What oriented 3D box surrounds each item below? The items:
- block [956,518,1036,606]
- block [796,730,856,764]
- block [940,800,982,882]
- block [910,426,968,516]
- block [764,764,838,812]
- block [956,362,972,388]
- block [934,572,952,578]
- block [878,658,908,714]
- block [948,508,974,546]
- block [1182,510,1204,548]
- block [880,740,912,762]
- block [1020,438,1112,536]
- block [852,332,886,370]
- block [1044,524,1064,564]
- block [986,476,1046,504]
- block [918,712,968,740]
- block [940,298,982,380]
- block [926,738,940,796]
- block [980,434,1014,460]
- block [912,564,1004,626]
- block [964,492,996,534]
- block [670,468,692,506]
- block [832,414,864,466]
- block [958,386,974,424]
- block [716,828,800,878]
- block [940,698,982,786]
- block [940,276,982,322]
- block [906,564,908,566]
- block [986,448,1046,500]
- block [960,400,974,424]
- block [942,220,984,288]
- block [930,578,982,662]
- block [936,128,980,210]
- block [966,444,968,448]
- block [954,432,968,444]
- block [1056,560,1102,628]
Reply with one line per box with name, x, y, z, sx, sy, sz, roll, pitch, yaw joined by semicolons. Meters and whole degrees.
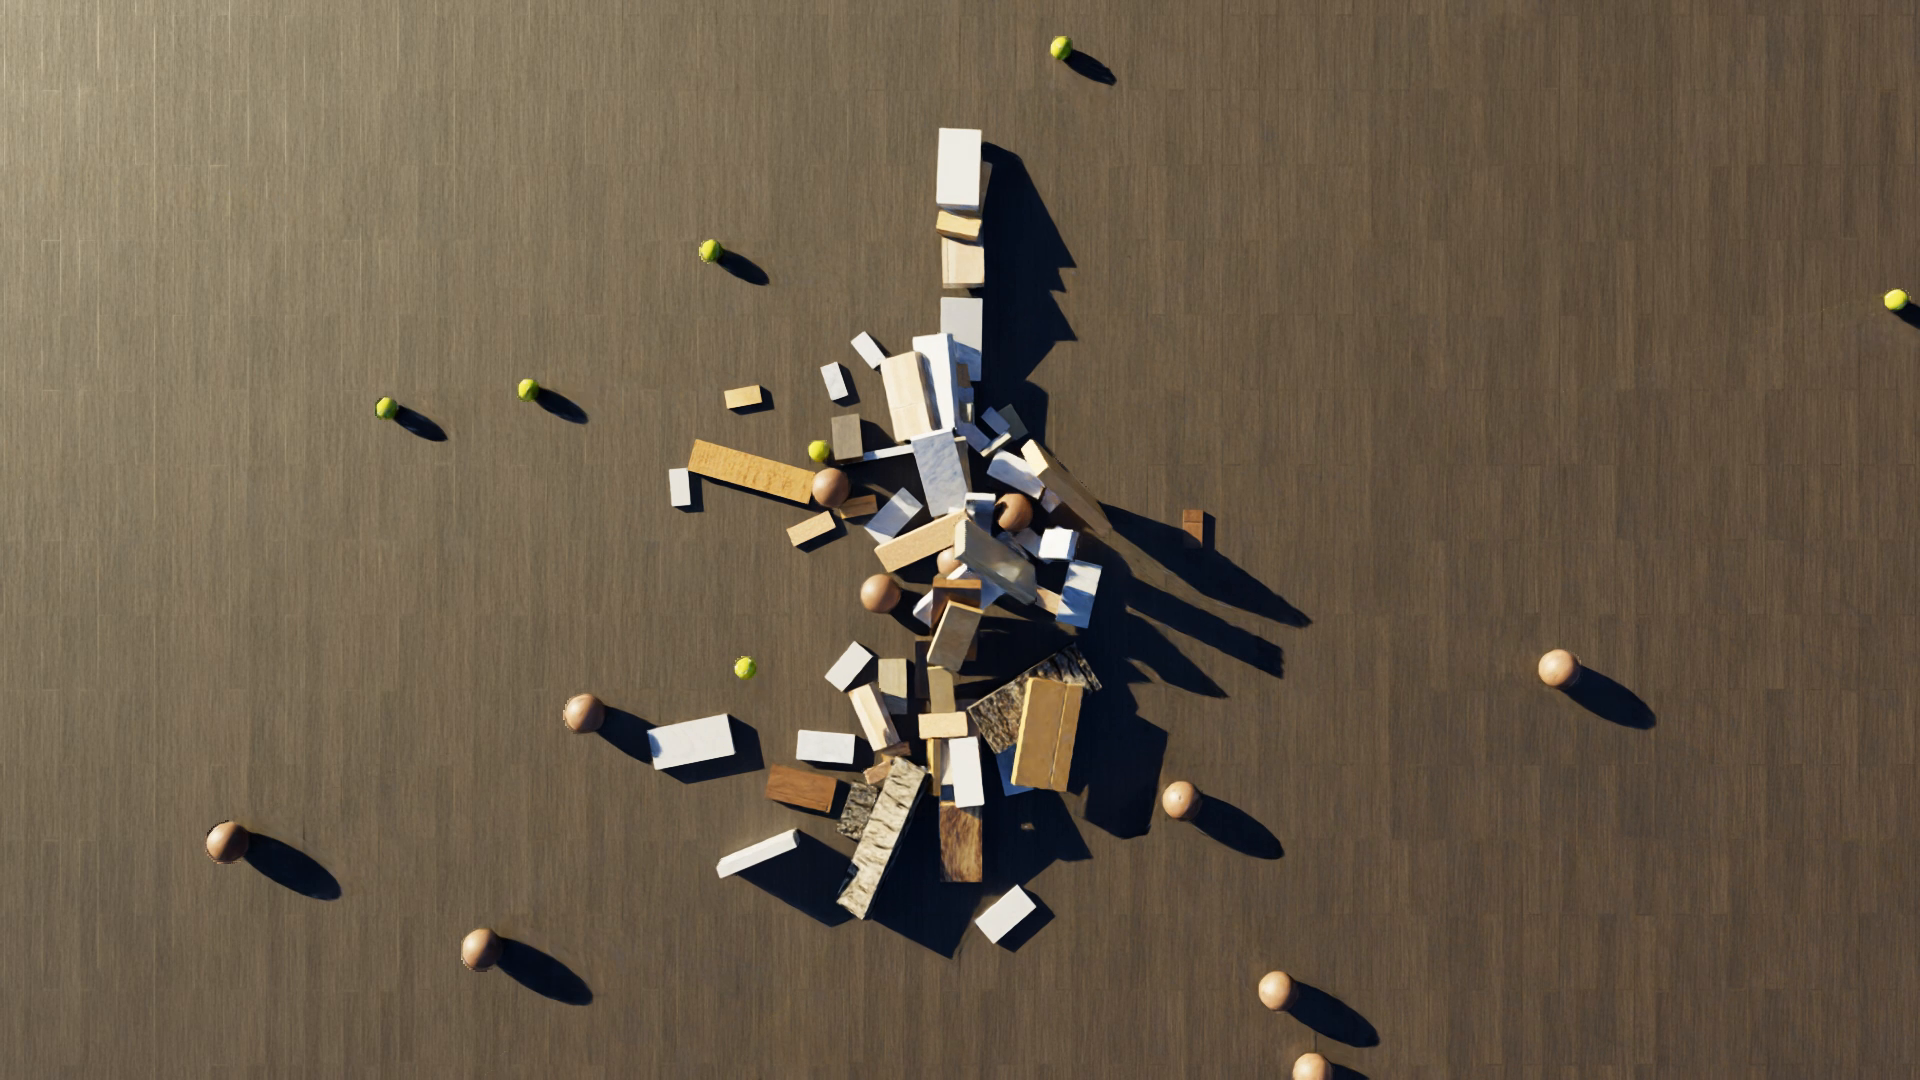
block;0.115;0.071;5.295;0.309;0.154;0.044;34;124;-27
block;-0.446;0.688;5.487;0.187;0.027;0.094;5;90;0
block;0.003;0.995;5.443;0.138;0.039;0.276;0;106;0
block;-0.061;-0.221;5.377;0.137;0.039;0.274;-14;112;3
block;-0.528;0.824;5.484;0.222;0.031;0.111;13;90;0
block;0.003;-0.517;5.457;0.064;0.018;0.129;-9;111;4
block;-0.023;0.175;5.423;0.082;0.023;0.164;-12;128;8
block;-0.224;0.487;5.487;0.092;0.026;0.184;-1;90;0
block;0.003;-0.038;5.425;0.082;0.164;0.023;10;50;7
block;0.775;-0.037;5.491;0.063;0.018;0.126;2;90;0
block;-0.214;0.703;5.493;0.095;0.014;0.048;-14;90;0
block;0.344;-0.169;5.326;0.050;0.175;0.350;-42;125;12
block;-0.305;-0.632;5.492;0.058;0.016;0.116;-39;90;0
block;0.309;0.016;5.491;0.062;0.017;0.123;39;90;0
block;0.192;-0.197;5.475;0.191;0.027;0.095;17;84;4
block;-0.056;0.611;5.431;0.156;0.022;0.078;-4;77;-1
block;0.004;-0.664;5.453;0.135;0.038;0.270;1;102;0
block;-0.088;0.747;5.443;0.026;0.092;0.185;0;87;-15
block;0.124;-0.311;5.463;0.113;0.057;0.016;-36;78;8
block;0.007;0.184;5.383;0.154;0.044;0.309;37;119;-24
block;0.059;-0.080;5.415;0.095;0.191;0.027;2;50;-4
block;-0.931;-0.176;5.491;0.061;0.017;0.121;-5;90;0
block;-0.370;-0.332;5.431;0.094;0.027;0.187;-9;52;1
block;0.014;-0.442;5.467;0.064;0.018;0.129;-2;112;1
block;-0.663;1.030;5.433;0.267;0.134;0.038;-22;92;0
block;-0.001;0.667;5.450;0.138;0.039;0.276;-3;77;-1
block;0.004;-0.847;5.481;0.135;0.038;0.270;1;90;0
block;-0.125;0.011;5.468;0.164;0.023;0.082;-29;90;15
block;0.193;-0.219;5.451;0.191;0.027;0.095;26;85;5
block;-0.013;-0.428;5.443;0.129;0.018;0.064;15;112;33
block;0.009;-0.963;5.436;0.135;0.038;0.270;-1;73;-1
block;-0.017;0.262;5.387;0.154;0.044;0.309;2;127;-1
block;-0.004;-1.220;5.428;0.137;0.039;0.274;3;74;-2
block;-0.001;-0.276;5.493;0.046;0.013;0.093;9;90;0
block;0.010;-0.368;5.477;0.046;0.013;0.093;9;109;-3
block;0.394;0.178;5.471;0.107;0.030;0.213;14;83;-1
